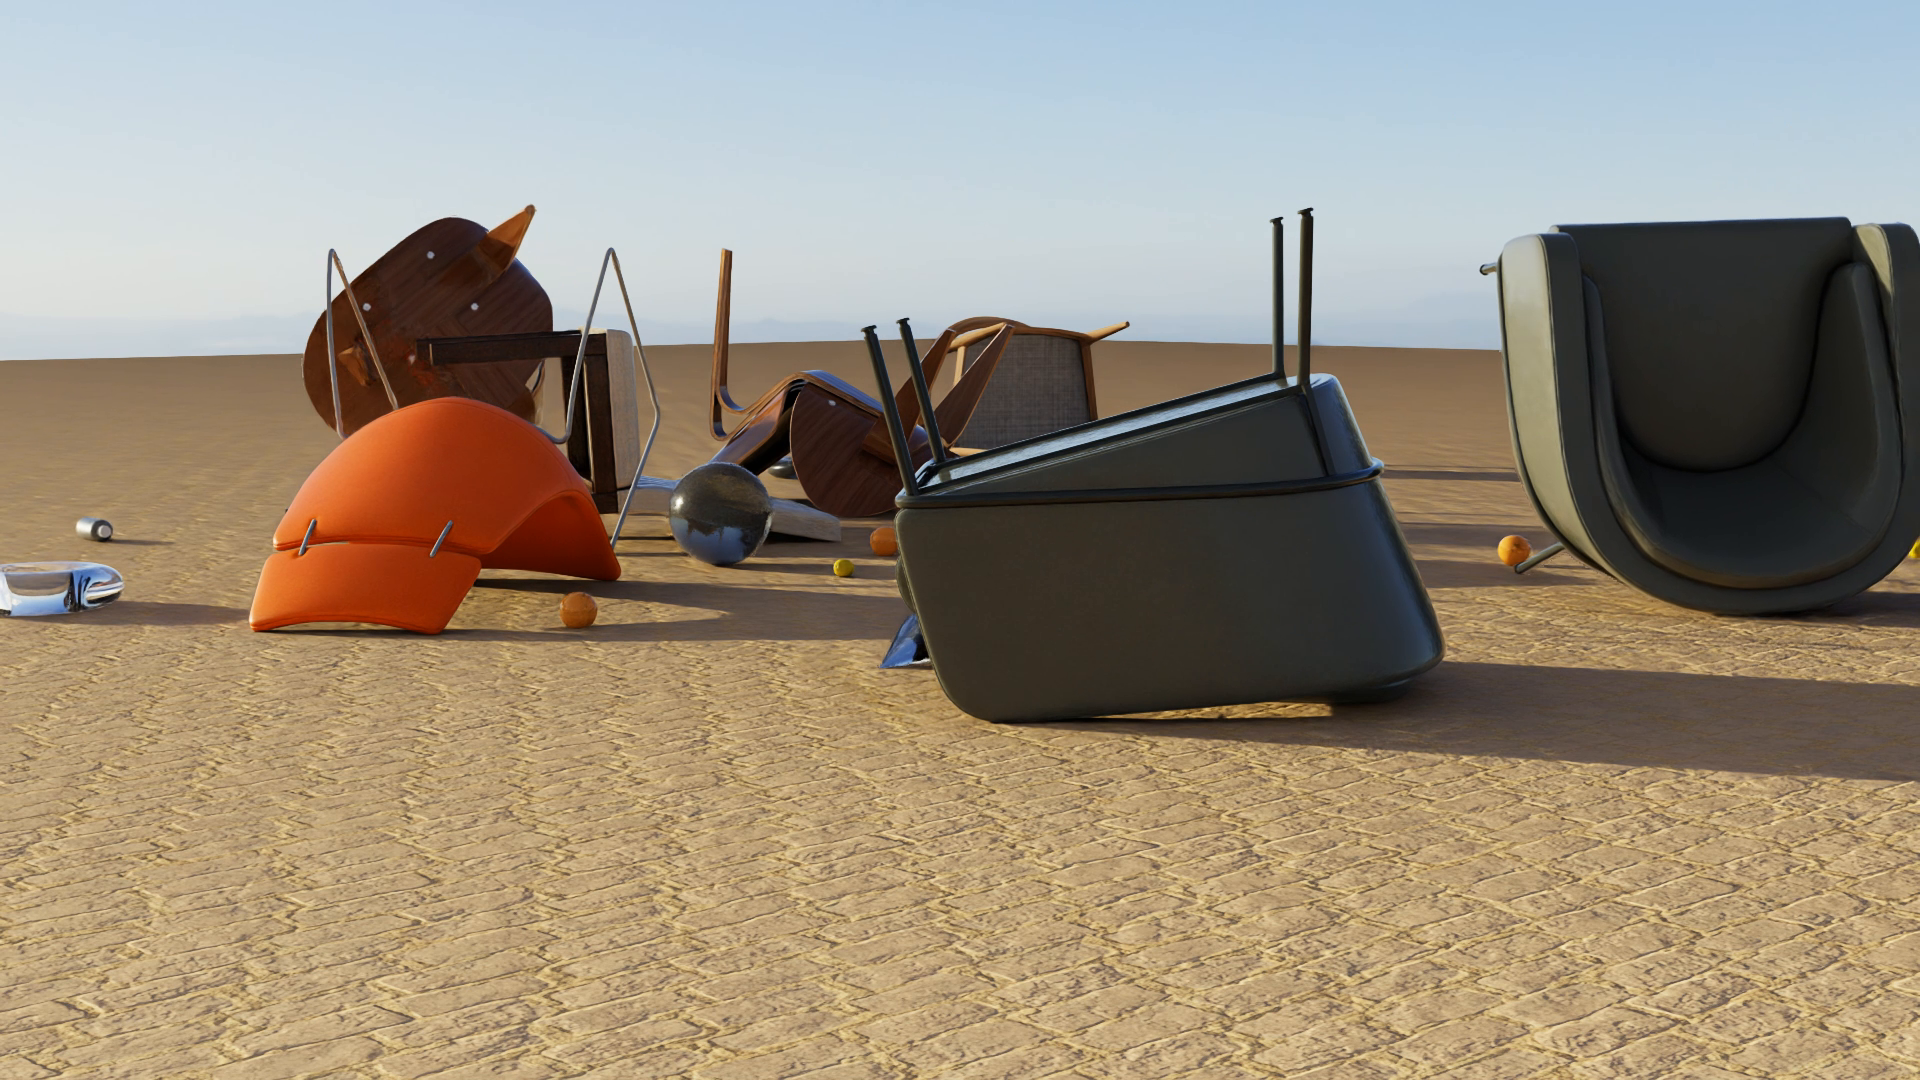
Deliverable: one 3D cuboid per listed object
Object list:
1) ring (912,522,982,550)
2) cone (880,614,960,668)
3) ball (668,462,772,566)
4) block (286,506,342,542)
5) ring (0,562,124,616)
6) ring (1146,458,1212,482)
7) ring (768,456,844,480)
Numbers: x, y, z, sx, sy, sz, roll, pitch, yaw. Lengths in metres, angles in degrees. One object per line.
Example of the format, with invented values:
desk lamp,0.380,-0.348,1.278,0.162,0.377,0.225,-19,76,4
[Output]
ring,-0.031,-0.009,6.229,0.213,0.057,0.095,4,9,41
cone,-0.094,0.191,4.352,0.126,0.088,0.150,-31,17,-39
ball,-0.546,-0.060,5.843,0.236,0.236,0.236,0,6,0
block,-1.612,-0.040,6.404,0.125,0.081,0.055,1,6,12
ring,-1.825,0.096,5.084,0.324,0.084,0.328,0,5,7
ring,0.705,-0.225,8.269,0.239,0.069,0.146,6,10,40
ring,-0.508,-0.238,8.413,0.234,0.063,0.305,-5,7,-33
